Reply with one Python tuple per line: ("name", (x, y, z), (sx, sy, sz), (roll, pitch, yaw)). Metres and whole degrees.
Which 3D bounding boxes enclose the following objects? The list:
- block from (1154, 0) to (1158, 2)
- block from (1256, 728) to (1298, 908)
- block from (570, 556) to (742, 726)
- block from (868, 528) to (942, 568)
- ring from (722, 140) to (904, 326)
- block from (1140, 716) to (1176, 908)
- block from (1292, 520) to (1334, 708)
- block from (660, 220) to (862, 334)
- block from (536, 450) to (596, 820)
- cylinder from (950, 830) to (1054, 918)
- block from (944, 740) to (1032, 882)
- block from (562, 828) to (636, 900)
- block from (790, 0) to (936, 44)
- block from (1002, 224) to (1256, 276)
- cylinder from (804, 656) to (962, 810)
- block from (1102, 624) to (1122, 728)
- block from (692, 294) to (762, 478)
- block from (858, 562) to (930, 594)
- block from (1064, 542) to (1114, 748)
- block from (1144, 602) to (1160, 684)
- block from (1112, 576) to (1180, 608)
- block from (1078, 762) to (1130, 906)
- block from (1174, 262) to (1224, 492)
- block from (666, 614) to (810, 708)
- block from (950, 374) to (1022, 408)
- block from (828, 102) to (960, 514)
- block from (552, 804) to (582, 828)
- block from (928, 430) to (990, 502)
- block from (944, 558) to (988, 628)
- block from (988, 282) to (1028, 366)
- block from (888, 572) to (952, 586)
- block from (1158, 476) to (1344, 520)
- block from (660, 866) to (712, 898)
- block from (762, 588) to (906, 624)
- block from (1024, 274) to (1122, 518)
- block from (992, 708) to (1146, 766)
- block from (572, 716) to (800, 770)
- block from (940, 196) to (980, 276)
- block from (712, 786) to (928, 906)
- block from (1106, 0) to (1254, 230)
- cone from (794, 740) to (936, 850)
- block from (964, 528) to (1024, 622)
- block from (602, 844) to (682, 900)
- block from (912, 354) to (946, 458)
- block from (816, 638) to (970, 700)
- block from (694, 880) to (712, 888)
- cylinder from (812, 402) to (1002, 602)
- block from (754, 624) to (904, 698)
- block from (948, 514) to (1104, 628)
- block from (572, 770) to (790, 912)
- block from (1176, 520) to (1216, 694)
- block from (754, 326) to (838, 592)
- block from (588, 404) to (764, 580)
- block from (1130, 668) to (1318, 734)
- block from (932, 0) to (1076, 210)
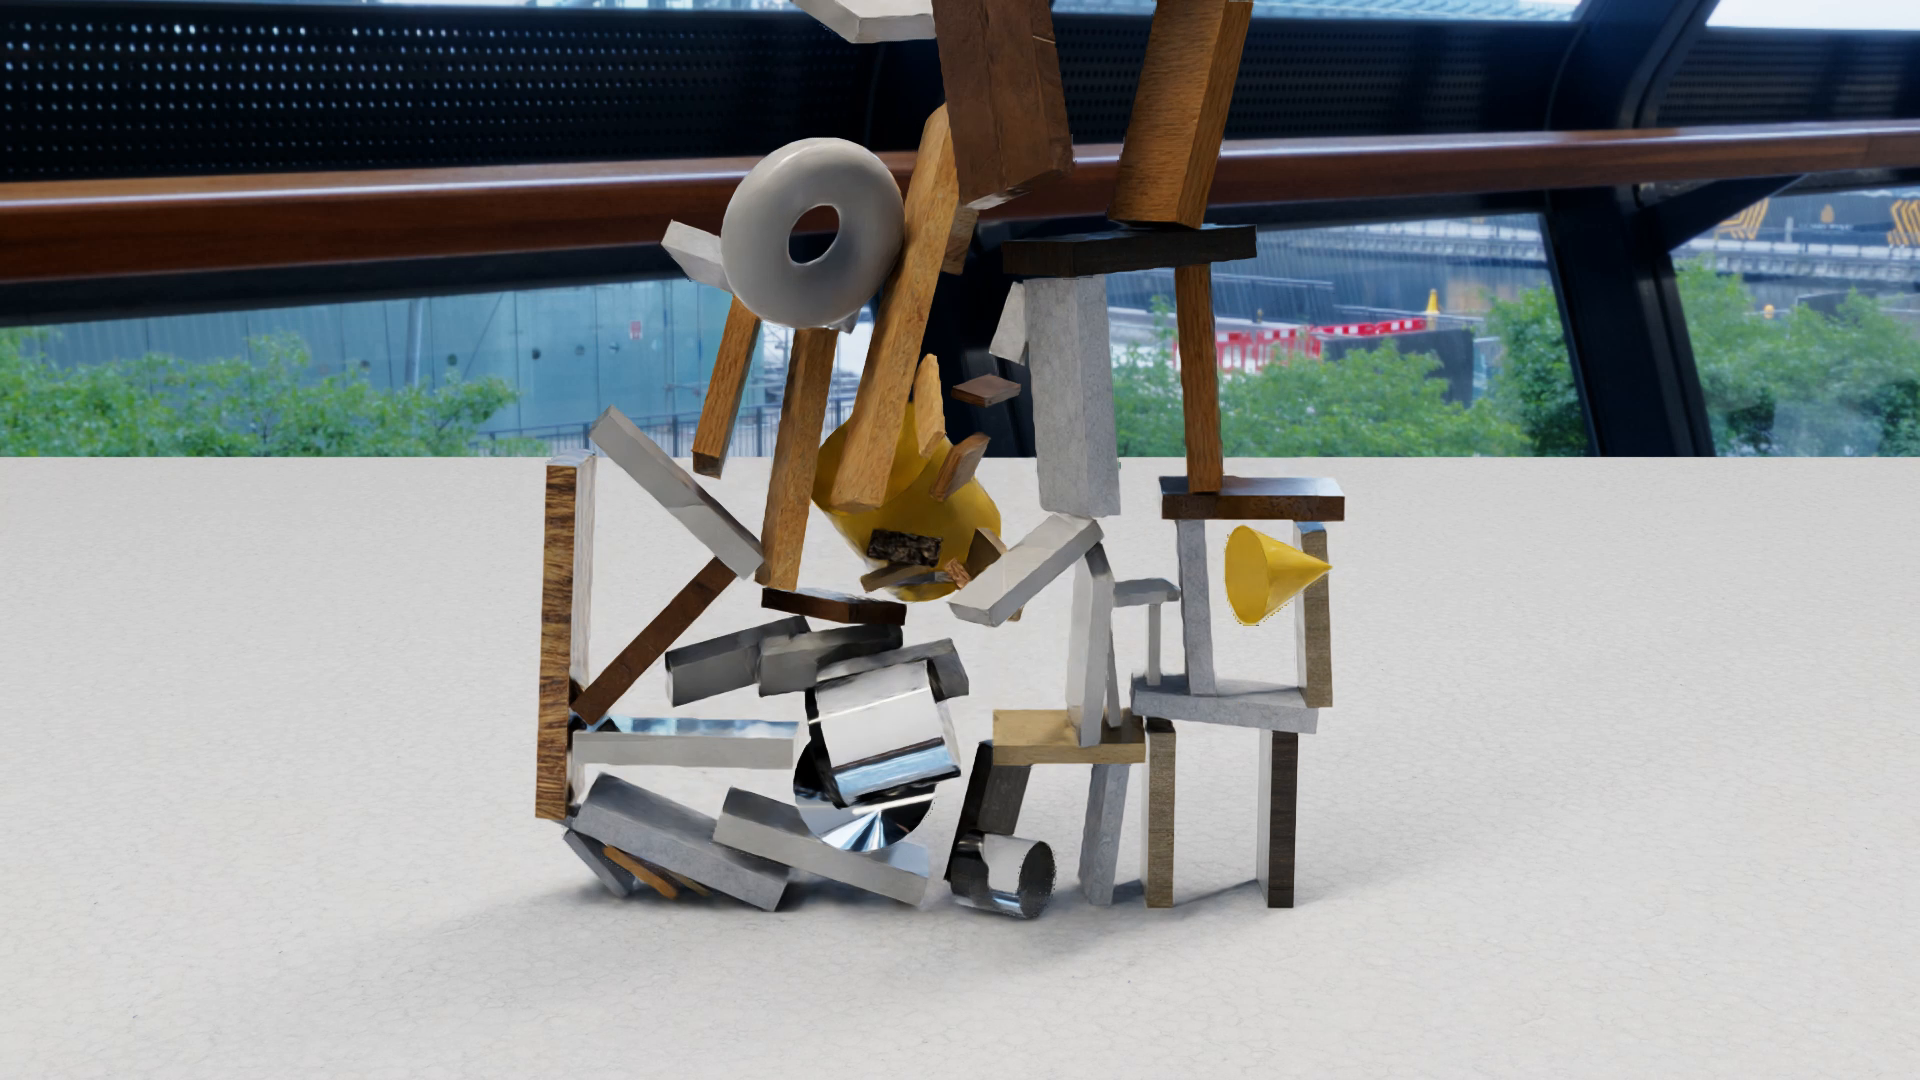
("block", (0.221, -0.906, 3.389), (0.360, 0.051, 0.180), (6, -12, -6))
("block", (0.525, 0.443, 3.646), (0.042, 0.297, 0.148), (0, 11, 0))
("block", (-0.491, 0.159, 3.609), (0.048, 0.338, 0.169), (44, 2, -1))
("block", (-0.089, 0.013, 3.537), (0.113, 0.016, 0.057), (8, 37, 2))
("ring", (-0.229, -0.478, 3.441), (0.312, 0.312, 0.104), (-7, 31, -32))
("block", (0.327, 0.443, 3.646), (0.042, 0.297, 0.149), (0, 11, 0))
("block", (0.574, 0.116, 3.581), (0.041, 0.287, 0.144), (-3, 10, 3))
("block", (-0.332, -0.439, 3.687), (0.314, 0.044, 0.157), (21, -10, 17))
("block", (-0.644, 0.152, 3.598), (0.048, 0.582, 0.169), (4, 11, 1))
("cylinder", (0.069, 0.543, 3.581), (0.125, 0.125, 0.125), (6, 12, 30))
("block", (0.052, 0.453, 3.689), (0.035, 0.247, 0.123), (22, 14, 34))
("block", (-0.601, 0.530, 3.664), (0.020, 0.140, 0.070), (-40, 7, 9))
("block", (-0.113, -0.877, 3.602), (0.159, 0.045, 0.319), (39, 35, 27))
("block", (0.262, -0.449, 3.392), (0.357, 0.051, 0.179), (-10, 13, -33))
("cylinder", (-0.122, 0.308, 3.530), (0.202, 0.202, 0.202), (-15, 10, 5))
("block", (0.236, 0.199, 3.564), (0.020, 0.197, 0.070), (-10, 22, -5))
("block", (-0.377, -0.271, 3.608), (0.044, 0.314, 0.157), (14, -12, -3))
("block", (-0.107, 0.054, 3.583), (0.113, 0.016, 0.057), (-21, 14, -4))
("block", (0.202, 0.160, 3.458), (0.032, 0.351, 0.114), (-5, 40, -9))
("block", (0.314, 0.159, 3.591), (0.020, 0.139, 0.070), (-1, 15, 0))
("block", (0.277, 0.085, 3.556), (0.139, 0.020, 0.070), (-5, 18, -18))
("block", (0.237, 0.465, 3.642), (0.035, 0.247, 0.123), (5, 13, -8))
("block", (0.382, -0.268, 3.503), (0.051, 0.357, 0.179), (-3, 10, 9))
("block", (-0.369, 0.200, 3.645), (0.238, 0.119, 0.034), (-15, 56, -18))
("block", (0.041, -0.235, 3.468), (0.060, 0.017, 0.120), (20, 23, 24))
("block", (-0.088, -0.370, 3.485), (0.045, 0.663, 0.159), (16, -8, -16))
("block", (-0.604, 0.472, 3.656), (0.140, 0.020, 0.070), (20, 10, -5))
("block", (0.000, -0.115, 3.411), (0.023, 0.081, 0.163), (29, 19, 8))
("block", (0.019, 0.085, 3.531), (0.023, 0.081, 0.163), (-37, -17, -2))
("block", (0.092, -0.343, 3.479), (0.060, 0.120, 0.017), (22, 6, 31))
("block", (-0.070, 0.064, 3.611), (0.113, 0.016, 0.057), (-5, -4, 36))
("block", (0.466, -0.068, 3.544), (0.287, 0.041, 0.144), (1, 13, 3))
("block", (-0.453, 0.560, 3.660), (0.092, 0.013, 0.046), (34, 9, -6))
("block", (-0.210, 0.109, 3.644), (0.119, 0.034, 0.238), (2, 4, -41))
("block", (0.170, -0.221, 3.347), (0.051, 0.359, 0.179), (-7, 8, -22))
("block", (0.177, 0.321, 3.600), (0.247, 0.035, 0.123), (-1, 23, 1))
("block", (-0.446, 0.332, 3.618), (0.354, 0.050, 0.177), (2, 4, -1))
("block", (-0.005, -0.636, 3.877), (0.045, 0.319, 0.159), (12, 10, -25))
("block", (-0.228, 0.506, 3.655), (0.354, 0.050, 0.177), (18, 7, -3))
("block", (0.339, -0.664, 3.408), (0.051, 0.360, 0.180), (12, 2, -32))
("cone", (-0.140, 0.444, 3.721), (0.239, 0.239, 0.239), (2, -24, 9))
("block", (0.060, 0.054, 3.512), (0.023, 0.081, 0.163), (3, 27, -30))
("block", (-0.526, 0.542, 3.666), (0.140, 0.020, 0.070), (35, 11, -3))
("block", (-0.049, -0.206, 3.369), (0.017, 0.060, 0.166), (14, 46, -22))
("block", (-0.110, 0.232, 3.633), (0.229, 0.114, 0.032), (-12, 47, 9))
("block", (-0.400, 0.568, 3.661), (0.092, 0.013, 0.046), (21, 10, -4))
("cylinder", (-0.091, -0.063, 3.702), (0.242, 0.242, 0.242), (-19, 44, 19))
("block", (-0.218, 0.197, 3.654), (0.238, 0.119, 0.034), (-8, 53, -14))
("block", (0.099, 0.043, 3.300), (0.229, 0.032, 0.114), (-39, 23, -22))
("block", (-0.455, 0.498, 3.647), (0.354, 0.050, 0.177), (23, 9, -5))
("block", (0.383, 0.093, 3.586), (0.041, 0.287, 0.144), (-4, 12, 4))
("block", (-0.272, -0.135, 3.632), (0.044, 0.429, 0.157), (9, 0, -15))
("block", (-0.460, -0.079, 3.574), (0.338, 0.048, 0.169), (44, 2, -12))
("block", (0.431, 0.264, 3.618), (0.297, 0.042, 0.149), (6, 10, 2))
("block", (0.060, -0.691, 3.258), (0.180, 0.360, 0.051), (-15, -11, 41))
